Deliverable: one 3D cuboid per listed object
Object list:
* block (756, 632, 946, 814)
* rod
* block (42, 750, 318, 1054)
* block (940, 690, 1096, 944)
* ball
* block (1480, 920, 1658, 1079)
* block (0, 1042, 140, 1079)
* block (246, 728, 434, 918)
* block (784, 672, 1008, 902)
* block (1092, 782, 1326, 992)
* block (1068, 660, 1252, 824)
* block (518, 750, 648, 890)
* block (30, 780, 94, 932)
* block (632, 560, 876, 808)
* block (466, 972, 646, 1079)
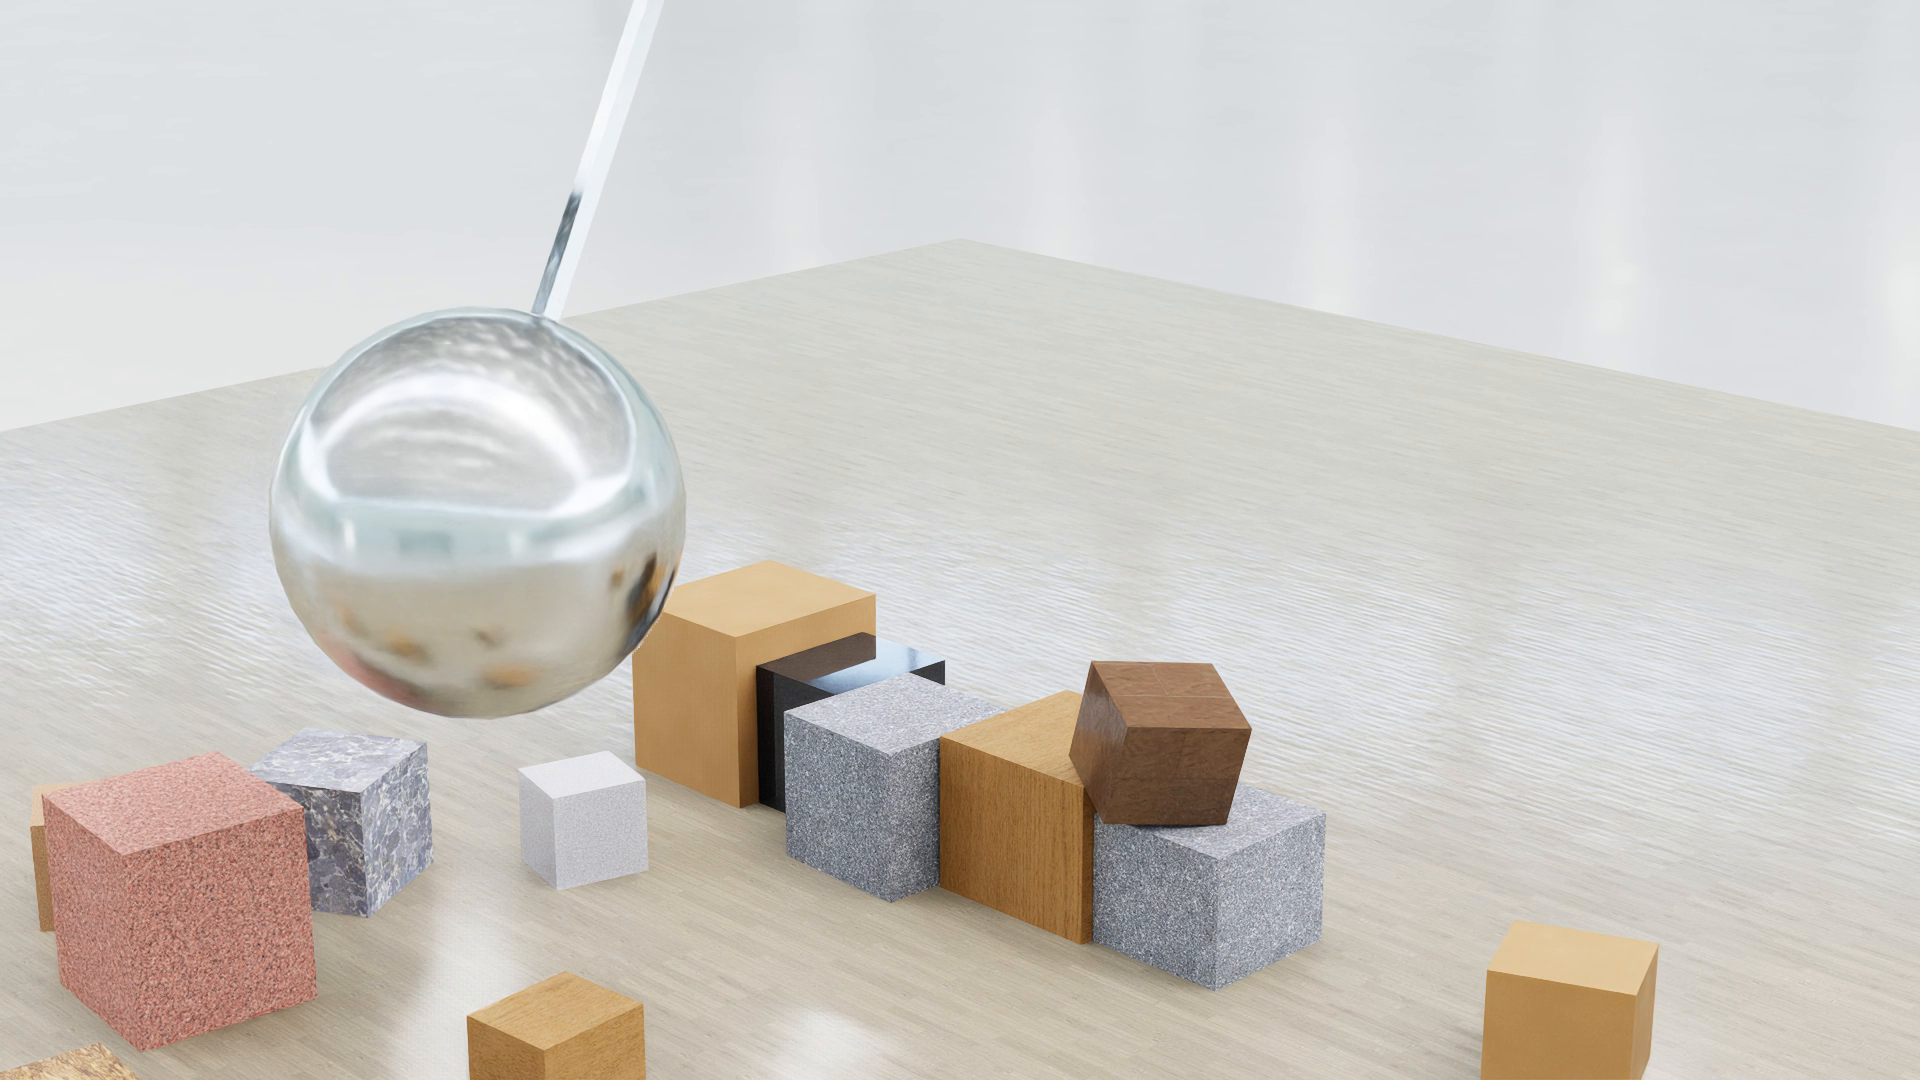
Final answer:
[{"bbox_3d":[-0.524,0.928,14.209,0.580,0.709,0.701,17,24,42],"label":"block"},{"bbox_3d":[-0.806,-3.337,11.448,0.080,5.200,0.080,17,-2,42],"label":"rod"},{"bbox_3d":[-3.241,1.483,12.186,0.782,0.863,0.807,-14,22,-37],"label":"block"},{"bbox_3d":[0.513,1.229,13.208,0.868,0.736,0.837,17,24,42],"label":"block"},{"bbox_3d":[-1.860,-0.105,11.359,1.600,1.600,1.600,0,17,0],"label":"ball"},{"bbox_3d":[2.404,1.870,11.560,0.575,0.501,0.499,7,19,22],"label":"block"},{"bbox_3d":[-3.221,2.201,10.521,0.552,0.492,0.533,-13,22,-36],"label":"block"},{"bbox_3d":[-2.829,1.272,13.298,0.620,0.599,0.639,5,18,16],"label":"block"},{"bbox_3d":[-0.278,1.130,13.556,0.772,0.716,0.726,-16,23,-41],"label":"block"},{"bbox_3d":[1.076,1.458,12.696,0.713,0.604,0.700,-17,24,-42],"label":"block"},{"bbox_3d":[0.846,0.862,12.490,0.558,0.487,0.516,2,29,-18],"label":"block"},{"bbox_3d":[-1.735,1.287,13.498,0.454,0.451,0.414,-10,20,-29],"label":"block"},{"bbox_3d":[-3.858,1.393,13.074,0.493,0.502,0.482,-5,18,-14],"label":"block"},{"bbox_3d":[-1.025,0.701,14.648,0.917,0.879,0.797,-17,24,-42],"label":"block"},{"bbox_3d":[-1.536,2.003,11.191,0.440,0.467,0.500,14,23,38],"label":"block"}]
